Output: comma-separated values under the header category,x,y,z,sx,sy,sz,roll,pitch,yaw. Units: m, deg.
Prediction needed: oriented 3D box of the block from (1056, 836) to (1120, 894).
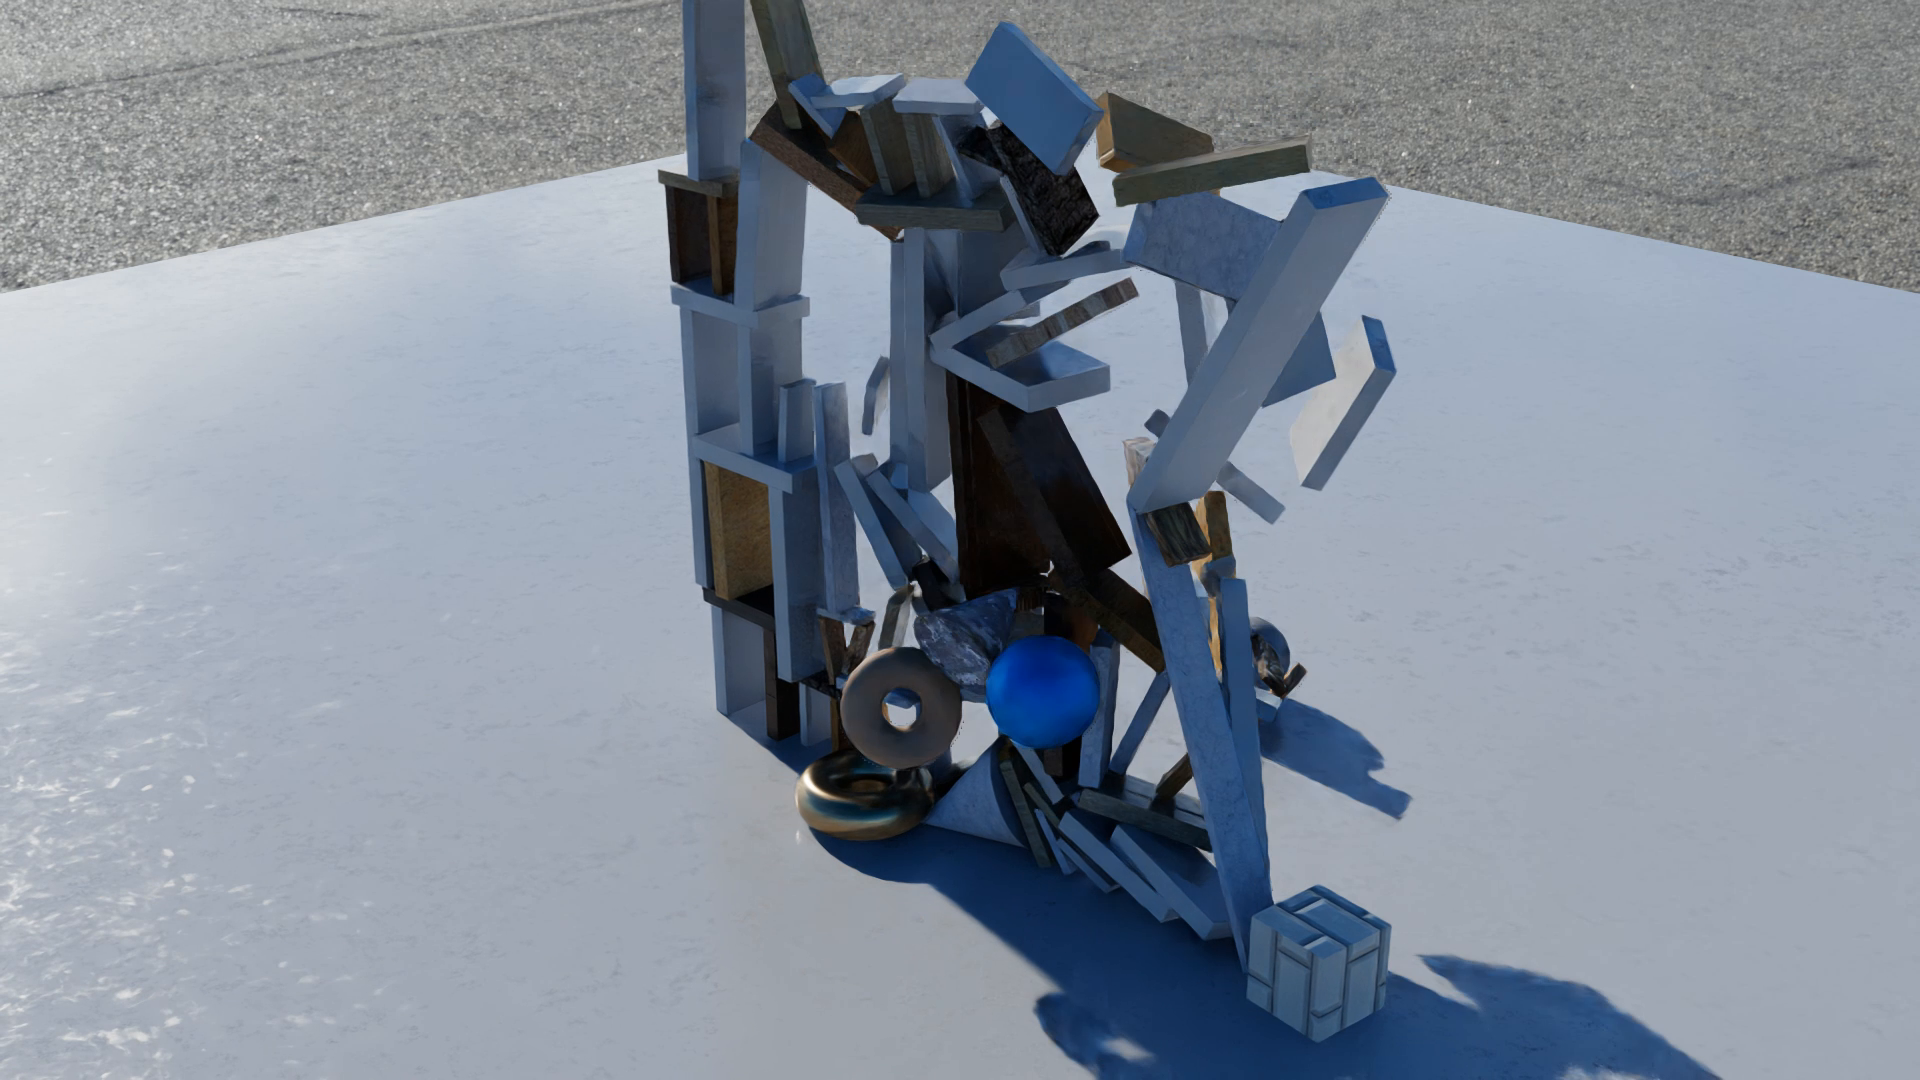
category,x,y,z,sx,sy,sz,roll,pitch,yaw
block,0.255,0.612,4.207,0.140,0.020,0.070,43,34,23

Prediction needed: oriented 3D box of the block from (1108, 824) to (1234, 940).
category,x,y,z,sx,sy,sz,roll,pitch,yaw
block,0.417,0.627,4.071,0.142,0.040,0.284,2,31,-43

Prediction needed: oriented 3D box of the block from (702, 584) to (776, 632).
category,x,y,z,sx,sy,sz,roll,pitch,yaw
block,-0.421,0.132,4.740,0.258,0.037,0.129,21,30,41

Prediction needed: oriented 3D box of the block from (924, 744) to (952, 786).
category,x,y,z,sx,sy,sz,roll,pitch,yaw
block,-0.054,0.410,4.555,0.026,0.180,0.090,3,18,26

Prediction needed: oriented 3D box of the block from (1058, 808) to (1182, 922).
category,x,y,z,sx,sy,sz,roll,pitch,yaw
block,0.331,0.603,4.140,0.142,0.040,0.283,-3,36,-49

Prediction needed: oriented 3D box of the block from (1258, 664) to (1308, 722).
category,x,y,z,sx,sy,sz,roll,pitch,yaw
block,0.662,0.348,4.725,0.027,0.190,0.095,44,34,5

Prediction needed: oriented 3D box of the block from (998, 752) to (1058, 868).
category,x,y,z,sx,sy,sz,roll,pitch,yaw
block,0.157,0.515,4.275,0.031,0.219,0.109,-18,5,40

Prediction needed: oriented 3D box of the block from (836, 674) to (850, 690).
category,x,y,z,sx,sy,sz,roll,pitch,yaw
block,-0.157,0.300,4.554,0.180,0.025,0.090,14,27,31

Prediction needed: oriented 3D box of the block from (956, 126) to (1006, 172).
category,x,y,z,sx,sy,sz,roll,pitch,yaw
block,0.054,-0.686,3.863,0.112,0.016,0.056,30,67,32

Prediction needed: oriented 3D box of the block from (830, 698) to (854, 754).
category,x,y,z,sx,sy,sz,roll,pitch,yaw
block,-0.238,0.390,4.651,0.074,0.148,0.021,-21,30,-40

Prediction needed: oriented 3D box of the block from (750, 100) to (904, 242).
category,x,y,z,sx,sy,sz,roll,pitch,yaw
block,-0.234,-0.734,4.284,0.338,0.048,0.169,35,36,-8

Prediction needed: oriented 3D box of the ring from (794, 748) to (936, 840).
category,x,y,z,sx,sy,sz,roll,pitch,yaw
ring,-0.192,0.511,4.439,0.285,0.095,0.285,-1,23,0

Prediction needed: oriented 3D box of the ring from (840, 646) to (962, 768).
category,x,y,z,sx,sy,sz,roll,pitch,yaw
ring,-0.110,0.315,4.138,0.232,0.232,0.077,-3,5,-7

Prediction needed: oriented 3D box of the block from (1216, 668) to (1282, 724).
category,x,y,z,sx,sy,sz,roll,pitch,yaw
block,0.503,0.279,4.175,0.216,0.031,0.108,25,11,9

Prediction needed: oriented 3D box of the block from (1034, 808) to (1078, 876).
category,x,y,z,sx,sy,sz,roll,pitch,yaw
block,0.198,0.570,4.251,0.020,0.140,0.070,-26,-1,40

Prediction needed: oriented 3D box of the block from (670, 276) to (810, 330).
category,x,y,z,sx,sy,sz,roll,pitch,yaw
block,-0.452,-0.491,4.508,0.276,0.039,0.138,20,30,41

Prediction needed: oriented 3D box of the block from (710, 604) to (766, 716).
category,x,y,z,sx,sy,sz,roll,pitch,yaw
block,-0.481,0.245,4.853,0.037,0.258,0.129,21,31,41

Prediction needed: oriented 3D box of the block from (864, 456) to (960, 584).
category,x,y,z,sx,sy,sz,roll,pitch,yaw
block,-0.073,-0.047,4.481,0.039,0.276,0.138,-39,5,22

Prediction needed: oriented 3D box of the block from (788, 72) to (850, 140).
category,x,y,z,sx,sy,sz,roll,pitch,yaw
block,-0.256,-0.818,4.160,0.140,0.020,0.070,49,45,4

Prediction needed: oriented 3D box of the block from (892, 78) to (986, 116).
category,x,y,z,sx,sy,sz,roll,pitch,yaw
block,-0.026,-0.782,3.874,0.168,0.024,0.084,9,43,31

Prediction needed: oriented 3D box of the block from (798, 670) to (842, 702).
category,x,y,z,sx,sy,sz,roll,pitch,yaw
block,-0.273,0.298,4.650,0.074,0.021,0.148,-21,30,-40

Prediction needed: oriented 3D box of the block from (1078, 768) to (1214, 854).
category,x,y,z,sx,sy,sz,roll,pitch,yaw
block,0.370,0.510,4.180,0.283,0.040,0.142,19,16,3

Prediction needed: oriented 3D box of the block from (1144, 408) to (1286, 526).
category,x,y,z,sx,sy,sz,roll,pitch,yaw
block,0.483,-0.137,4.153,0.155,0.044,0.311,42,6,39

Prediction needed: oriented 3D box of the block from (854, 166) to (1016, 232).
category,x,y,z,sx,sy,sz,roll,pitch,yaw
block,-0.022,-0.627,4.018,0.309,0.044,0.154,8,41,30

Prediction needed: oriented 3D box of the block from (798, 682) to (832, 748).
category,x,y,z,sx,sy,sz,roll,pitch,yaw
block,-0.308,0.363,4.715,0.074,0.148,0.021,-20,30,-39

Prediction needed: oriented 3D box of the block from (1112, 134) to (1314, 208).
category,x,y,z,sx,sy,sz,roll,pitch,yaw
block,0.404,-0.587,3.494,0.304,0.043,0.152,-9,14,14

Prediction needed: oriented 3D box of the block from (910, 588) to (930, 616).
category,x,y,z,sx,sy,sz,roll,pitch,yaw
block,-0.036,0.192,4.519,0.028,0.197,0.099,-23,12,18

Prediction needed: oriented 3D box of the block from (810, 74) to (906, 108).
category,x,y,z,sx,sy,sz,roll,pitch,yaw
block,-0.186,-0.818,4.008,0.167,0.024,0.084,7,36,44

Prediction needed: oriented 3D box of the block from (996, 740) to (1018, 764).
category,x,y,z,sx,sy,sz,roll,pitch,yaw
block,0.155,0.488,4.335,0.031,0.219,0.109,-17,12,40

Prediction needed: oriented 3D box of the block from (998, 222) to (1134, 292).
category,x,y,z,sx,sy,sz,roll,pitch,yaw
block,0.213,-0.507,3.901,0.264,0.037,0.132,-7,27,33

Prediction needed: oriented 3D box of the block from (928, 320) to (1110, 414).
category,x,y,z,sx,sy,sz,roll,pitch,yaw
block,0.109,-0.333,4.142,0.178,0.050,0.356,-17,28,-27

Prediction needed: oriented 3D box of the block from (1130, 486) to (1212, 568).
category,x,y,z,sx,sy,sz,roll,pitch,yaw
block,0.379,-0.038,3.943,0.084,0.024,0.167,-13,68,-28

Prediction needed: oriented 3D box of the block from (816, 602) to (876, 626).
category,x,y,z,sx,sy,sz,roll,pitch,yaw
block,-0.238,0.151,4.559,0.113,0.016,0.057,15,23,30

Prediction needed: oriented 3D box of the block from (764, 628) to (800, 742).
category,x,y,z,sx,sy,sz,roll,pitch,yaw
block,-0.359,0.293,4.741,0.037,0.258,0.129,21,31,41

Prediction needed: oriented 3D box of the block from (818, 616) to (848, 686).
category,x,y,z,sx,sy,sz,roll,pitch,yaw
block,-0.261,0.224,4.602,0.016,0.149,0.057,3,20,35

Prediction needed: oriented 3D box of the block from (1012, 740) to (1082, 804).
category,x,y,z,sx,sy,sz,roll,pitch,yaw
block,0.159,0.401,4.261,0.109,0.031,0.219,-13,66,-56

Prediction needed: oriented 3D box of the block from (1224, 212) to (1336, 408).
category,x,y,z,sx,sy,sz,roll,pitch,yaw
block,0.560,-0.409,3.917,0.155,0.310,0.044,-22,20,-15

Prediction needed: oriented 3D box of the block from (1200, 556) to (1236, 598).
category,x,y,z,sx,sy,sz,roll,pitch,yaw
block,0.486,0.074,4.185,0.061,0.122,0.017,-17,62,-12

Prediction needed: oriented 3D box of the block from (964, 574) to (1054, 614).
category,x,y,z,sx,sy,sz,roll,pitch,yaw
block,0.112,0.101,4.404,0.124,0.035,0.247,-14,10,-20

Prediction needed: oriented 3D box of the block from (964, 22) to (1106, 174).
category,x,y,z,sx,sy,sz,roll,pitch,yaw
block,0.123,-0.740,3.678,0.036,0.126,0.253,-7,48,-49

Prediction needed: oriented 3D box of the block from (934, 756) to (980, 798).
category,x,y,z,sx,sy,sz,roll,pitch,yaw
block,0.049,0.471,4.514,0.190,0.027,0.095,-19,15,24

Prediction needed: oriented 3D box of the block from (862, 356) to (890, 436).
category,x,y,z,sx,sy,sz,roll,pitch,yaw
block,-0.169,-0.289,4.429,0.023,0.163,0.081,20,58,6

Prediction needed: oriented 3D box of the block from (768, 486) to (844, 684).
category,x,y,z,sx,sy,sz,roll,pitch,yaw
block,-0.318,0.074,4.598,0.043,0.431,0.153,19,30,41

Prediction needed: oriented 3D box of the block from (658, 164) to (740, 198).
category,x,y,z,sx,sy,sz,roll,pitch,yaw
block,-0.510,-0.734,4.474,0.203,0.029,0.102,19,29,40

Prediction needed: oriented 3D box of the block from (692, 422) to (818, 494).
category,x,y,z,sx,sy,sz,roll,pitch,yaw
block,-0.397,-0.176,4.576,0.306,0.043,0.153,21,30,39

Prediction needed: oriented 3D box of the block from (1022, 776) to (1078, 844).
category,x,y,z,sx,sy,sz,roll,pitch,yaw
block,0.187,0.511,4.229,0.140,0.020,0.070,51,35,8

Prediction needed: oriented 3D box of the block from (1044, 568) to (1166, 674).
category,x,y,z,sx,sy,sz,roll,pitch,yaw
block,0.300,0.130,4.135,0.277,0.039,0.139,39,27,10

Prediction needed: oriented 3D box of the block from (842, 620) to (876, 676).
category,x,y,z,sx,sy,sz,roll,pitch,yaw
block,-0.210,0.222,4.558,0.016,0.113,0.057,31,32,21

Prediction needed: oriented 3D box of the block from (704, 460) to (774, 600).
category,x,y,z,sx,sy,sz,roll,pitch,yaw
block,-0.461,-0.039,4.704,0.043,0.306,0.153,17,28,42
